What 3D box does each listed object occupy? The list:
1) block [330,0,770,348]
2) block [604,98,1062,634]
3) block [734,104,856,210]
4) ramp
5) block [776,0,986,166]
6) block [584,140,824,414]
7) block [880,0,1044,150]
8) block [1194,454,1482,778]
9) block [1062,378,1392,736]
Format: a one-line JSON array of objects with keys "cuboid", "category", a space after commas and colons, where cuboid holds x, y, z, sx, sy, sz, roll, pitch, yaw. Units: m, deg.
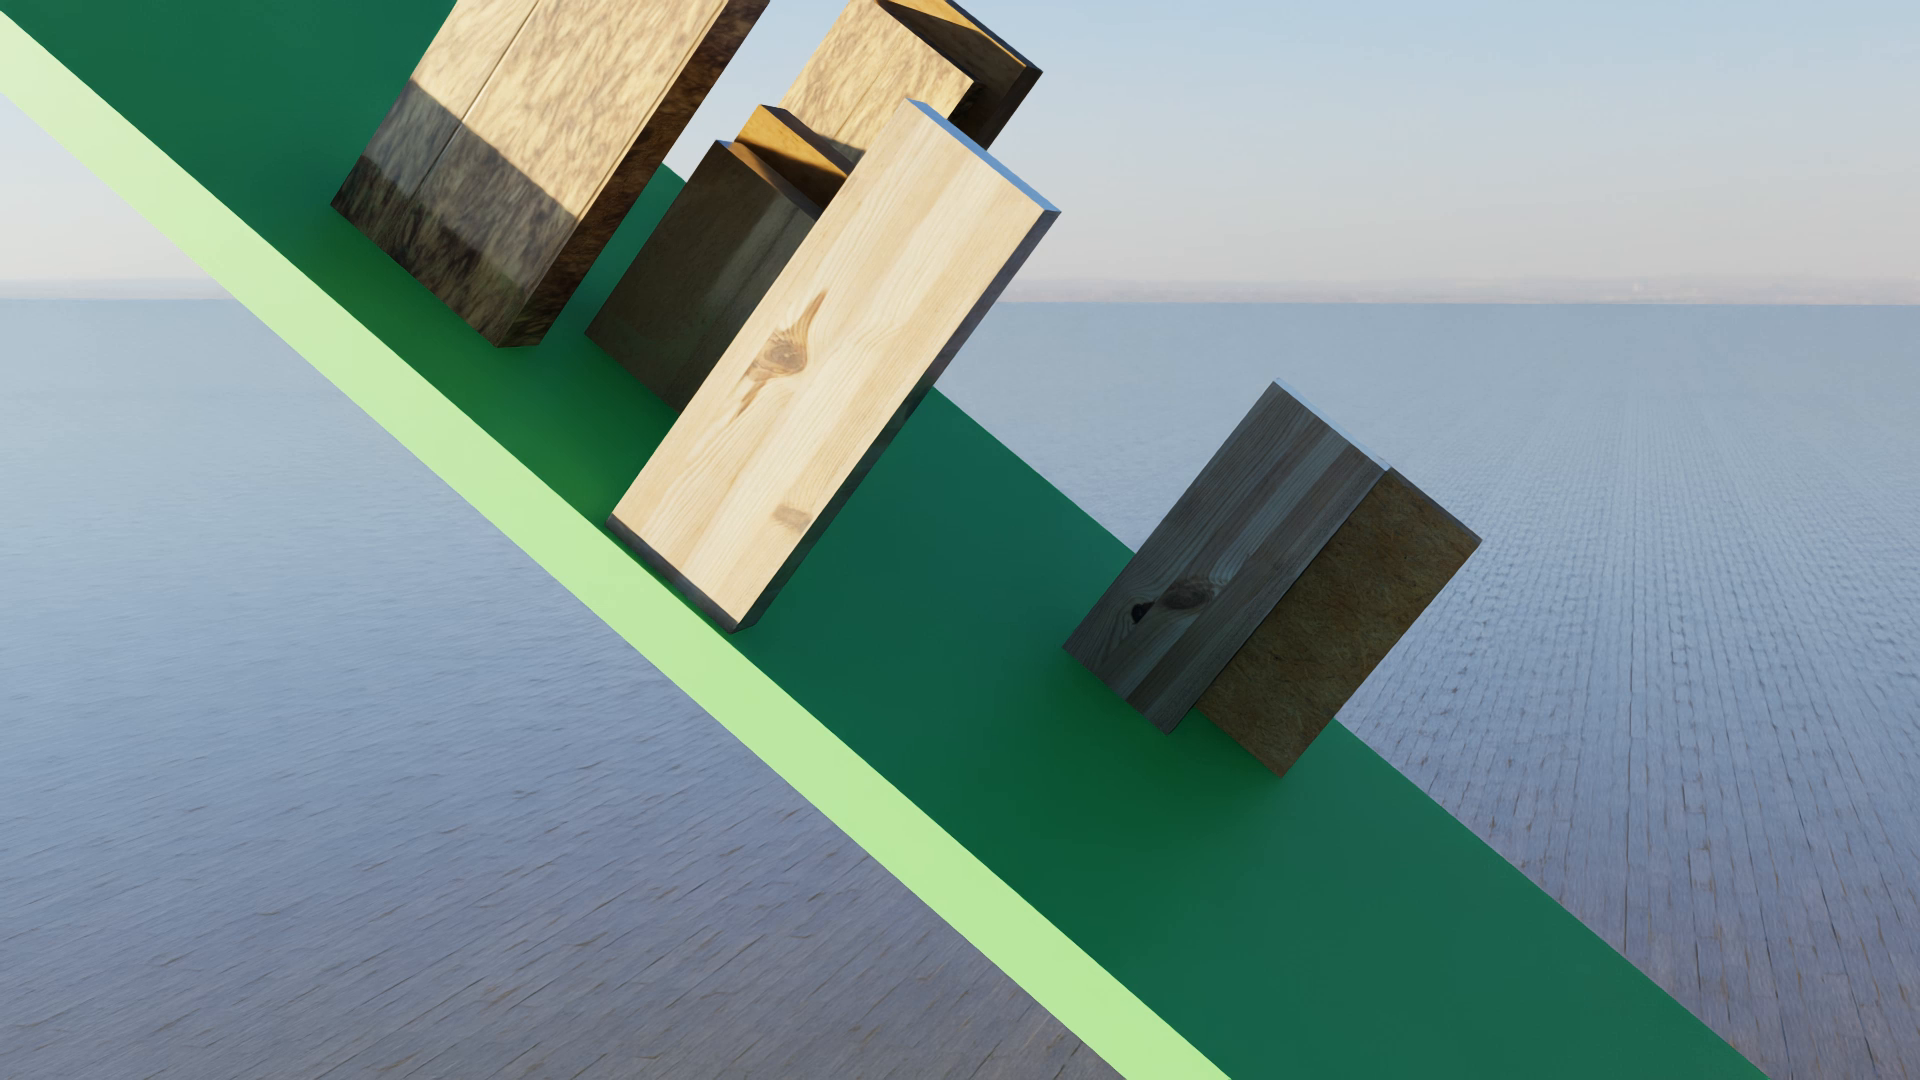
[{"cuboid": [-0.655, -0.691, 3.485, 0.371, 0.682, 0.139, 40, 16, 9], "category": "block"}, {"cuboid": [-0.187, -0.236, 3.089, 0.247, 0.751, 0.093, 40, 16, 9], "category": "block"}, {"cuboid": [-0.325, -0.460, 3.917, 0.386, 0.480, 0.126, 40, 16, 9], "category": "block"}, {"cuboid": [-0.036, 0.091, 4.056, 4.000, 0.100, 2.000, 40, 16, 9], "category": "ramp"}, {"cuboid": [-0.266, -0.811, 4.721, 0.320, 0.647, 0.111, 40, 16, 9], "category": "block"}, {"cuboid": [-0.405, -0.430, 3.784, 0.290, 0.413, 0.113, 40, 16, 9], "category": "block"}, {"cuboid": [-0.188, -0.837, 4.809, 0.357, 0.730, 0.142, 40, 16, 9], "category": "block"}, {"cuboid": [0.707, 0.147, 4.224, 0.260, 0.590, 0.089, 40, 16, 9], "category": "block"}, {"cuboid": [0.478, 0.033, 3.989, 0.253, 0.626, 0.087, 40, 16, 9], "category": "block"}]
